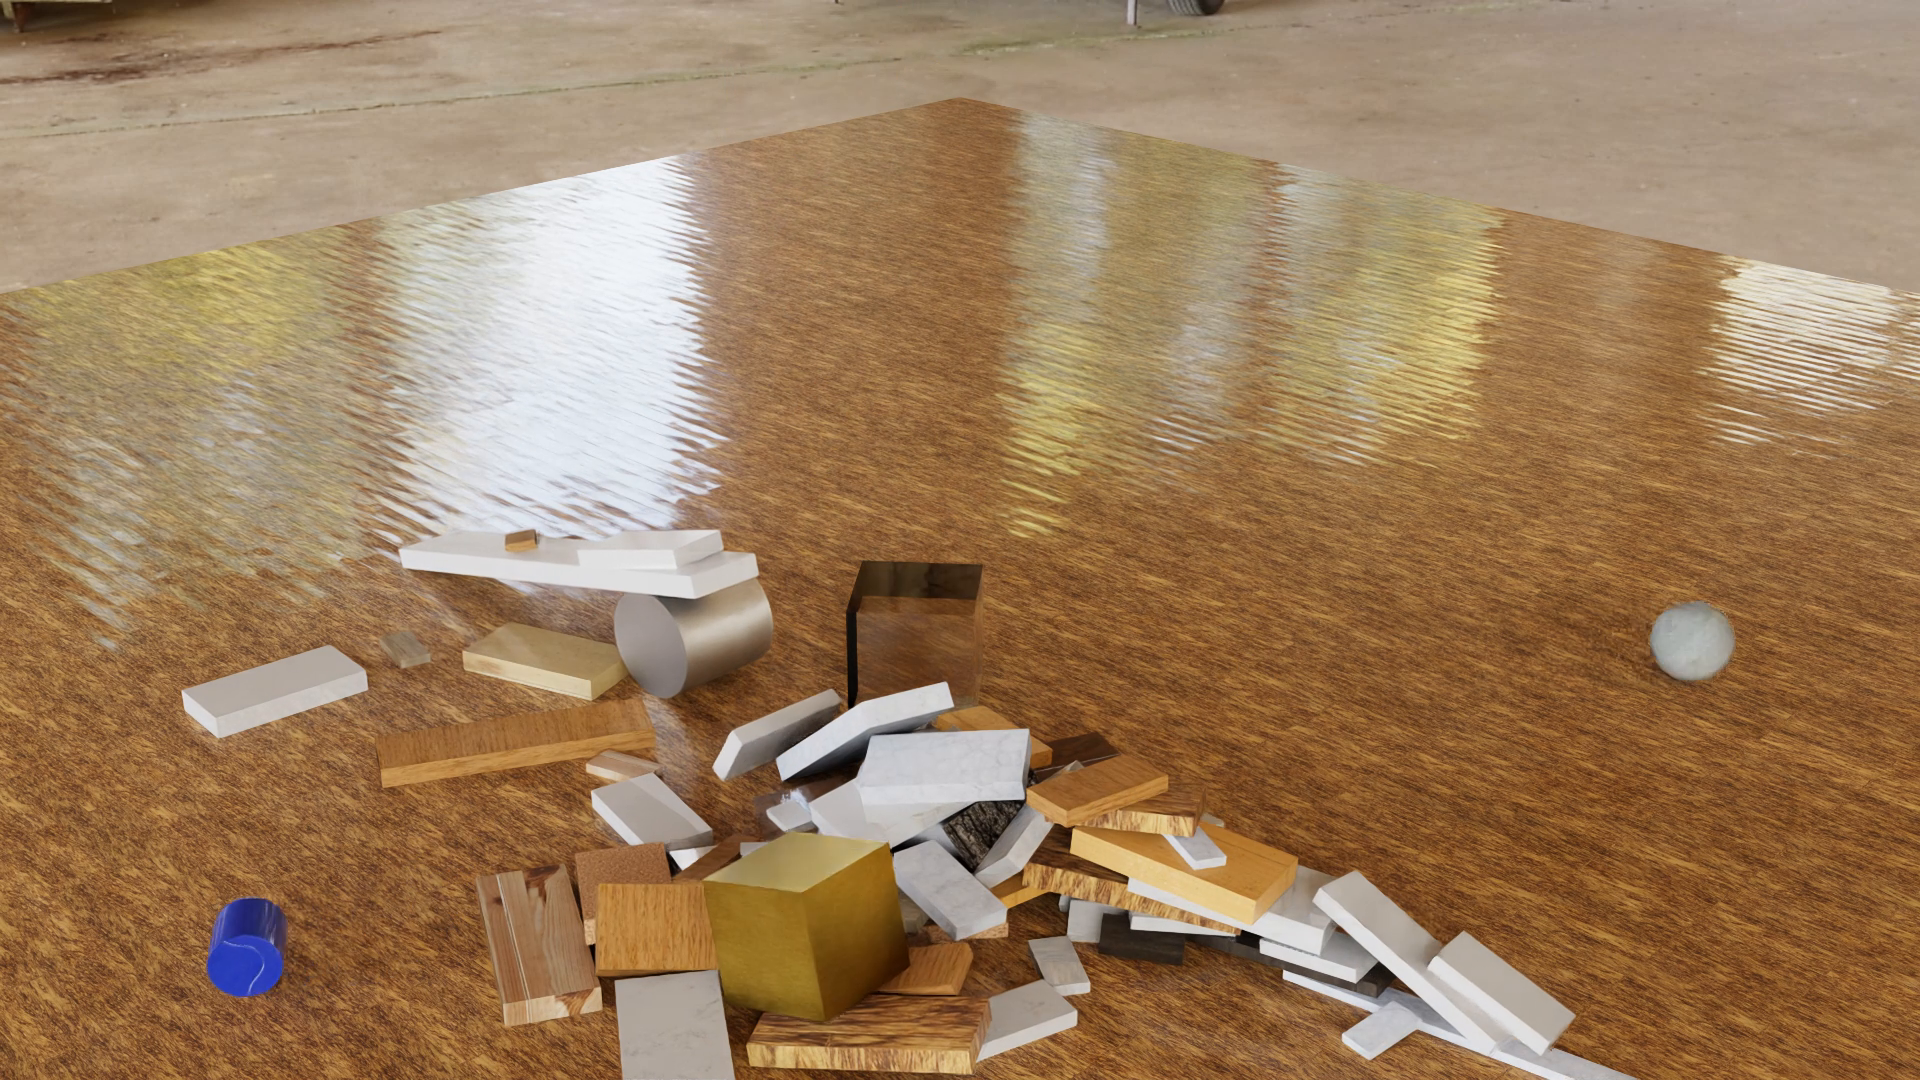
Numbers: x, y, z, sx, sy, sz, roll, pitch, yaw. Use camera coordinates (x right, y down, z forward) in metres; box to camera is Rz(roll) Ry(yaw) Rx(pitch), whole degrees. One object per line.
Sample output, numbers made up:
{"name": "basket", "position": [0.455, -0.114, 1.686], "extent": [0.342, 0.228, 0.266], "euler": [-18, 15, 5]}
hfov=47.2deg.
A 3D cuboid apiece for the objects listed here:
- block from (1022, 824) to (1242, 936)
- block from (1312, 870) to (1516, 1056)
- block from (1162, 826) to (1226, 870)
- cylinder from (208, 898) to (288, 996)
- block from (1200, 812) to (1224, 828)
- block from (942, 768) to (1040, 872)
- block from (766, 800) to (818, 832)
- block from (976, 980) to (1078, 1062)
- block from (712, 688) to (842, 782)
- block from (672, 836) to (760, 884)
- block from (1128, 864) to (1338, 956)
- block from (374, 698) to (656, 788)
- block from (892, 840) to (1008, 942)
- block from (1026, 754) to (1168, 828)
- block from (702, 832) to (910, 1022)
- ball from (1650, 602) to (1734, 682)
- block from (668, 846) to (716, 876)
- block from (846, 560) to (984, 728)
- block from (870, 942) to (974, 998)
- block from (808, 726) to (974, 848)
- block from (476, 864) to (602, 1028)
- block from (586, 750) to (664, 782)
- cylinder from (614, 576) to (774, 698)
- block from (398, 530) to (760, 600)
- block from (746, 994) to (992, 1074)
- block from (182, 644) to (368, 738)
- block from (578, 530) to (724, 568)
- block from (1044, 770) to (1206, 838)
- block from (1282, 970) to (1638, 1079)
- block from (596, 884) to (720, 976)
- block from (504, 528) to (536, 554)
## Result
{"name": "block", "position": [0.334, 0.613, 4.044], "extent": [0.404, 0.051, 0.180], "euler": [11, 24, 12]}
{"name": "block", "position": [0.790, 0.723, 3.784], "extent": [0.116, 0.033, 0.395], "euler": [-13, 45, -46]}
{"name": "block", "position": [0.413, 0.539, 3.891], "extent": [0.063, 0.018, 0.126], "euler": [-5, 26, -23]}
{"name": "cylinder", "position": [-1.262, 0.721, 3.901], "extent": [0.126, 0.126, 0.126], "euler": [-5, 23, -11]}
{"name": "block", "position": [0.385, 0.565, 4.254], "extent": [0.269, 0.135, 0.038], "euler": [19, 26, 37]}
{"name": "block", "position": [0.083, 0.535, 4.179], "extent": [0.229, 0.032, 0.114], "euler": [-30, 81, -39]}
{"name": "block", "position": [-0.327, 0.541, 4.275], "extent": [0.059, 0.017, 0.117], "euler": [-18, 21, -22]}
{"name": "block", "position": [0.079, 0.826, 3.774], "extent": [0.220, 0.031, 0.110], "euler": [-13, 26, -28]}
{"name": "block", "position": [-0.382, 0.409, 4.622], "extent": [0.274, 0.137, 0.039], "euler": [-21, 62, -40]}
{"name": "block", "position": [-0.456, 0.605, 4.144], "extent": [0.058, 0.017, 0.257], "euler": [2, 11, 19]}
{"name": "block", "position": [0.502, 0.621, 3.938], "extent": [0.360, 0.051, 0.180], "euler": [16, 26, 21]}
{"name": "block", "position": [-0.948, 0.430, 4.693], "extent": [0.573, 0.043, 0.152], "euler": [-7, 24, -17]}
{"name": "block", "position": [-0.029, 0.640, 4.028], "extent": [0.114, 0.032, 0.229], "euler": [-15, 36, -34]}
{"name": "block", "position": [0.247, 0.447, 3.942], "extent": [0.231, 0.033, 0.116], "euler": [-15, 24, -33]}
{"name": "block", "position": [-0.262, 0.659, 3.782], "extent": [0.230, 0.230, 0.230], "euler": [0, 15, 38]}
{"name": "ball", "position": [1.659, 0.231, 4.984], "extent": [0.181, 0.181, 0.181], "euler": [0, 23, 0]}
{"name": "block", "position": [-0.449, 0.636, 4.131], "extent": [0.137, 0.039, 0.274], "euler": [-5, 11, -19]}
{"name": "block", "position": [-0.096, 0.229, 4.870], "extent": [0.273, 0.273, 0.273], "euler": [2, 23, 5]}
{"name": "block", "position": [-0.095, 0.758, 3.831], "extent": [0.220, 0.031, 0.110], "euler": [-10, 27, 23]}
{"name": "block", "position": [-0.099, 0.482, 4.172], "extent": [0.336, 0.048, 0.168], "euler": [-26, 36, -23]}
{"name": "block", "position": [-0.768, 0.727, 3.986], "extent": [0.168, 0.048, 0.428], "euler": [-7, 24, -16]}
{"name": "block", "position": [-0.702, 0.479, 4.606], "extent": [0.145, 0.021, 0.072], "euler": [12, 26, 26]}
{"name": "cylinder", "position": [-0.602, 0.197, 4.973], "extent": [0.254, 0.254, 0.254], "euler": [20, 30, 39]}
{"name": "block", "position": [-0.931, 0.050, 5.185], "extent": [0.176, 0.050, 1.256], "euler": [-21, 17, -40]}
{"name": "block", "position": [-0.151, 0.827, 3.693], "extent": [0.384, 0.044, 0.154], "euler": [-2, 22, 15]}
{"name": "block", "position": [-1.527, 0.335, 4.908], "extent": [0.353, 0.050, 0.176], "euler": [-19, 29, -37]}
{"name": "block", "position": [-0.693, 0.021, 4.910], "extent": [0.303, 0.043, 0.152], "euler": [0, 16, 38]}
{"name": "block", "position": [0.299, 0.475, 3.967], "extent": [0.269, 0.038, 0.135], "euler": [4, 21, 15]}
{"name": "block", "position": [0.992, 0.876, 3.674], "extent": [0.982, 0.018, 0.063], "euler": [16, 28, 33]}
{"name": "block", "position": [-0.489, 0.691, 3.897], "extent": [0.308, 0.044, 0.154], "euler": [3, 64, -16]}
{"name": "block", "position": [-1.067, 0.002, 5.344], "extent": [0.072, 0.021, 0.145], "euler": [-12, 13, -8]}
